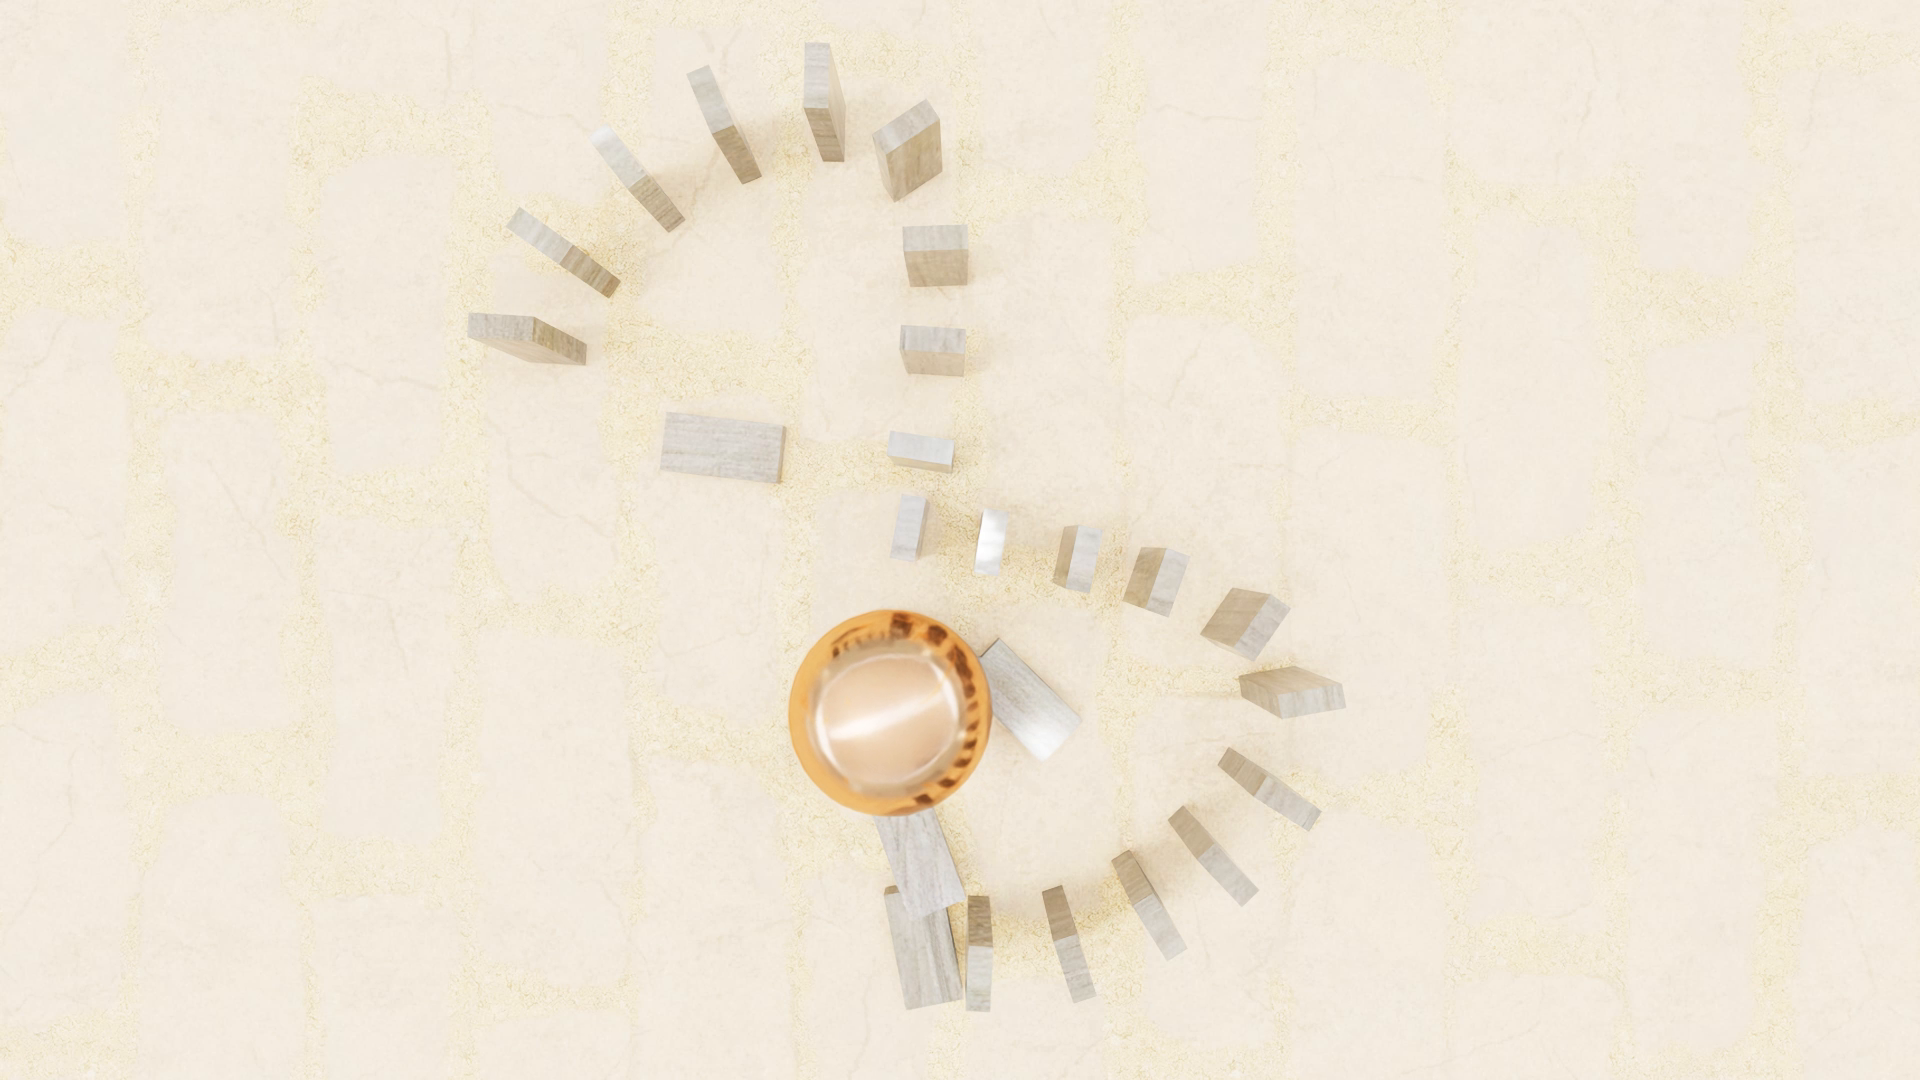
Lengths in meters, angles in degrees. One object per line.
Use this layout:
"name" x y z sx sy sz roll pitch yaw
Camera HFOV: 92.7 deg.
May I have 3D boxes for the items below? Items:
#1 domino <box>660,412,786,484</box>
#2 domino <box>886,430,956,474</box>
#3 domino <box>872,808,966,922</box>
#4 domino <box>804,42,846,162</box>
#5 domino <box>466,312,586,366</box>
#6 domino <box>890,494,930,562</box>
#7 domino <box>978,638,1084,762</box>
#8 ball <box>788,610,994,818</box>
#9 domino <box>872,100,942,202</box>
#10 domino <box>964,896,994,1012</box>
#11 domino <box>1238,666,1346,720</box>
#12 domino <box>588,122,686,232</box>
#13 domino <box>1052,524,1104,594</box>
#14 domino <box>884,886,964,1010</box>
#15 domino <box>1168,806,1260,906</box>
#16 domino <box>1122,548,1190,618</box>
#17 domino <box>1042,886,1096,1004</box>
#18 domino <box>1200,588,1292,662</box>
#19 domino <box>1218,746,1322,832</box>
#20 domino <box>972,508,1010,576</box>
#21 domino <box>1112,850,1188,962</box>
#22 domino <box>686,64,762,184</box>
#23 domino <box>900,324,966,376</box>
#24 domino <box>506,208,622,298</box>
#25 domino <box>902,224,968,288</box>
"domino" -0.102 -0.039 0.395 0.050 0.009 0.025 7 90 0
"domino" -0.015 -0.035 0.375 0.025 0.050 0.010 9 90 0
"domino" -0.018 0.132 0.389 0.025 0.009 0.050 -21 77 -2
"domino" -0.055 -0.178 0.375 0.010 0.050 0.025 1 90 0
"domino" -0.176 -0.082 0.375 0.025 0.050 0.009 4 90 0
"domino" -0.020 -0.005 0.375 0.009 0.050 0.025 11 90 0
"domino" 0.026 0.069 0.395 0.050 0.010 0.025 44 90 0
"ball" -0.027 0.067 0.360 0.080 0.080 0.080 0 90 0
"domino" -0.021 -0.158 0.375 0.025 0.050 0.009 -33 90 0
"domino" 0.007 0.168 0.375 0.009 0.050 0.025 3 90 0
"domino" 0.135 0.062 0.375 0.025 0.050 0.010 -10 90 0
"domino" -0.131 -0.147 0.375 0.009 0.050 0.025 -38 90 0
"domino" 0.047 0.007 0.375 0.009 0.050 0.025 12 90 0
"domino" -0.016 0.174 0.395 0.025 0.009 0.050 -11 90 0
"domino" 0.102 0.128 0.375 0.009 0.050 0.025 -43 90 0
"domino" 0.079 0.016 0.375 0.009 0.050 0.025 20 90 0
"domino" 0.044 0.164 0.375 0.009 0.050 0.025 -18 90 0
"domino" 0.116 0.034 0.375 0.009 0.050 0.025 35 90 0
"domino" 0.125 0.101 0.375 0.025 0.050 0.010 32 90 0
"domino" 0.012 0.001 0.375 0.009 0.050 0.025 9 90 0
"domino" 0.077 0.148 0.375 0.010 0.050 0.025 -32 90 0
"domino" -0.096 -0.168 0.375 0.009 0.050 0.025 -23 90 0
"domino" -0.010 -0.077 0.375 0.025 0.050 0.010 4 90 0
"domino" -0.161 -0.116 0.375 0.025 0.050 0.010 35 90 0
"domino" -0.009 -0.115 0.375 0.025 0.050 0.010 -2 90 0
